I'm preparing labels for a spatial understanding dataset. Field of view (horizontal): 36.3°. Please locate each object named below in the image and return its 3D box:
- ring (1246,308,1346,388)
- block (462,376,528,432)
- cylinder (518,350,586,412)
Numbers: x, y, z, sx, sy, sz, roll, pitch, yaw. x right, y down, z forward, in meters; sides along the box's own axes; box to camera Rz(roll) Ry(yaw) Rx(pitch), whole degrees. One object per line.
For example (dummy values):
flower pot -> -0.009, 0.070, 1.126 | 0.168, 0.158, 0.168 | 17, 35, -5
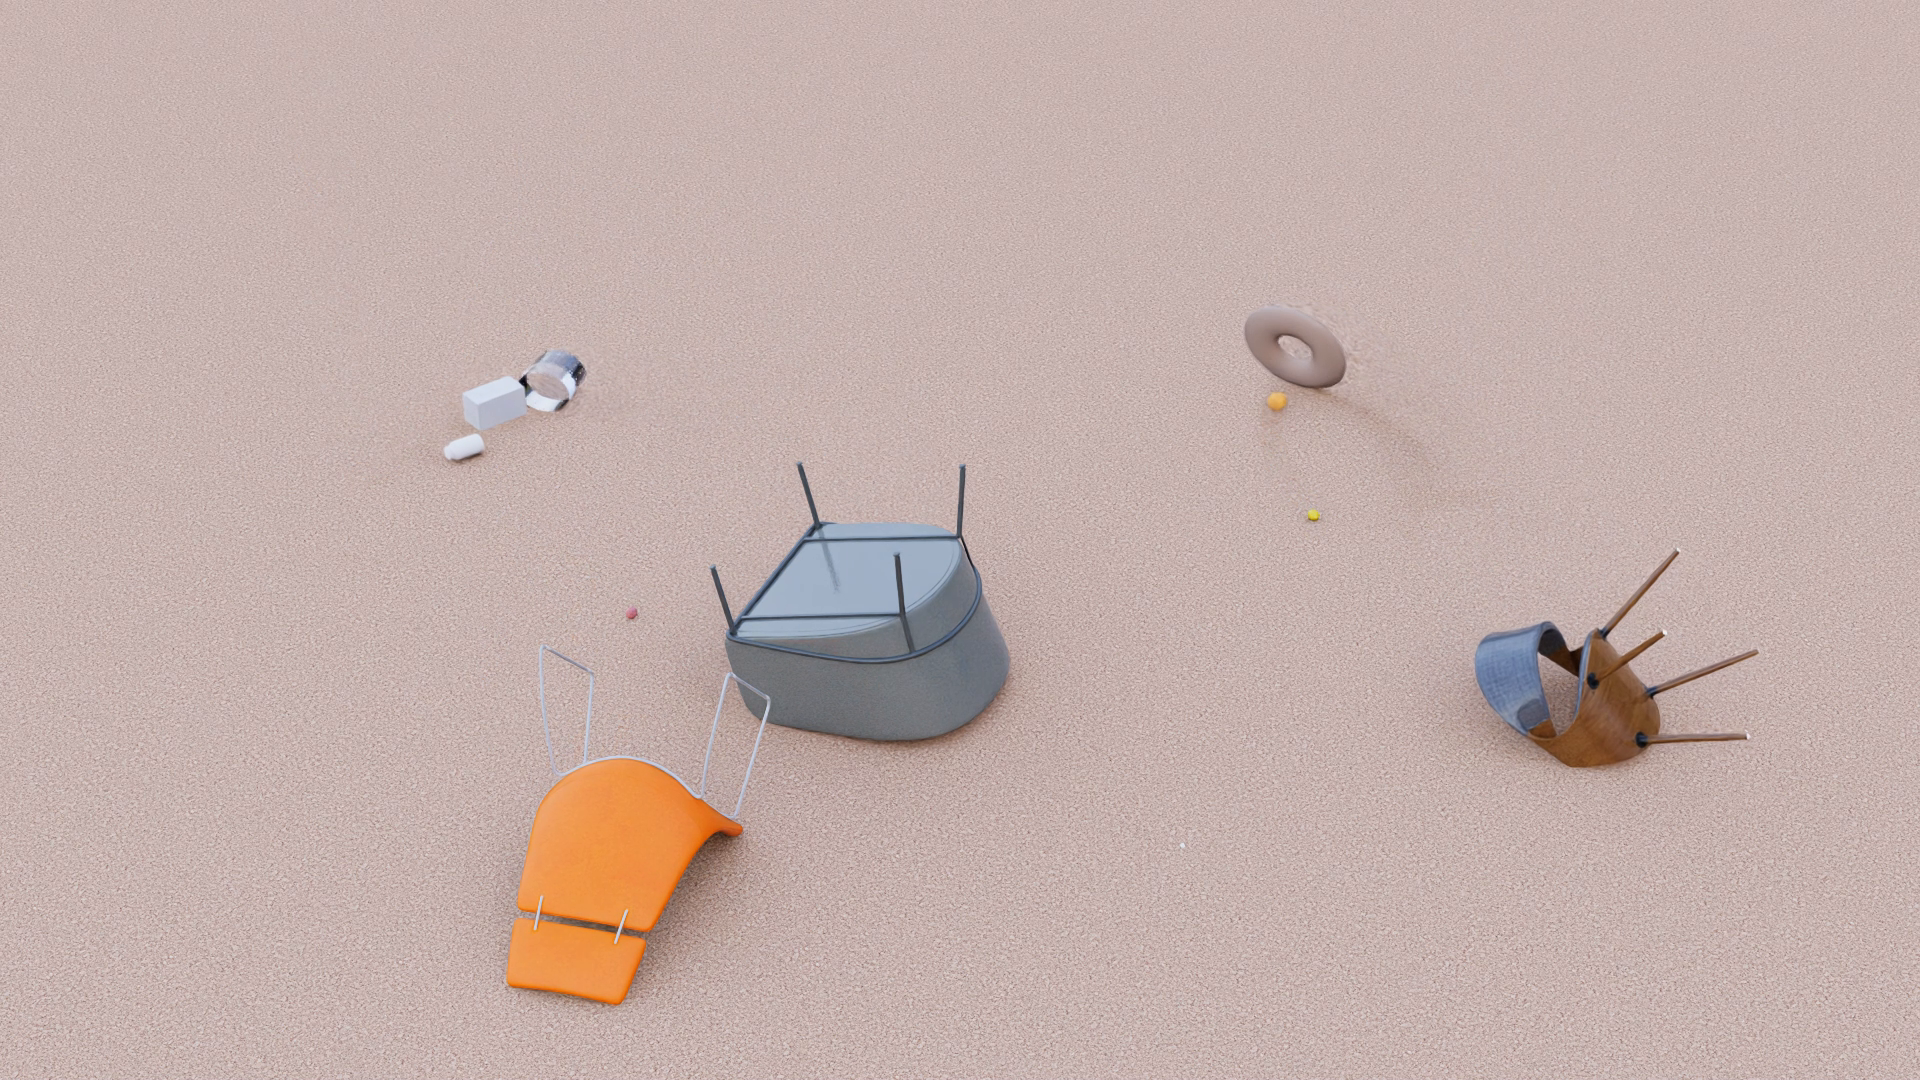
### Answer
ring -> 1.344, -0.769, 11.735 | 0.436, 0.466, 0.066 | 6, 54, 37
block -> -1.850, -0.543, 11.656 | 0.218, 0.124, 0.114 | -24, 41, -32
cylinder -> -1.636, -0.637, 11.749 | 0.226, 0.177, 0.179 | 2, 33, 18
